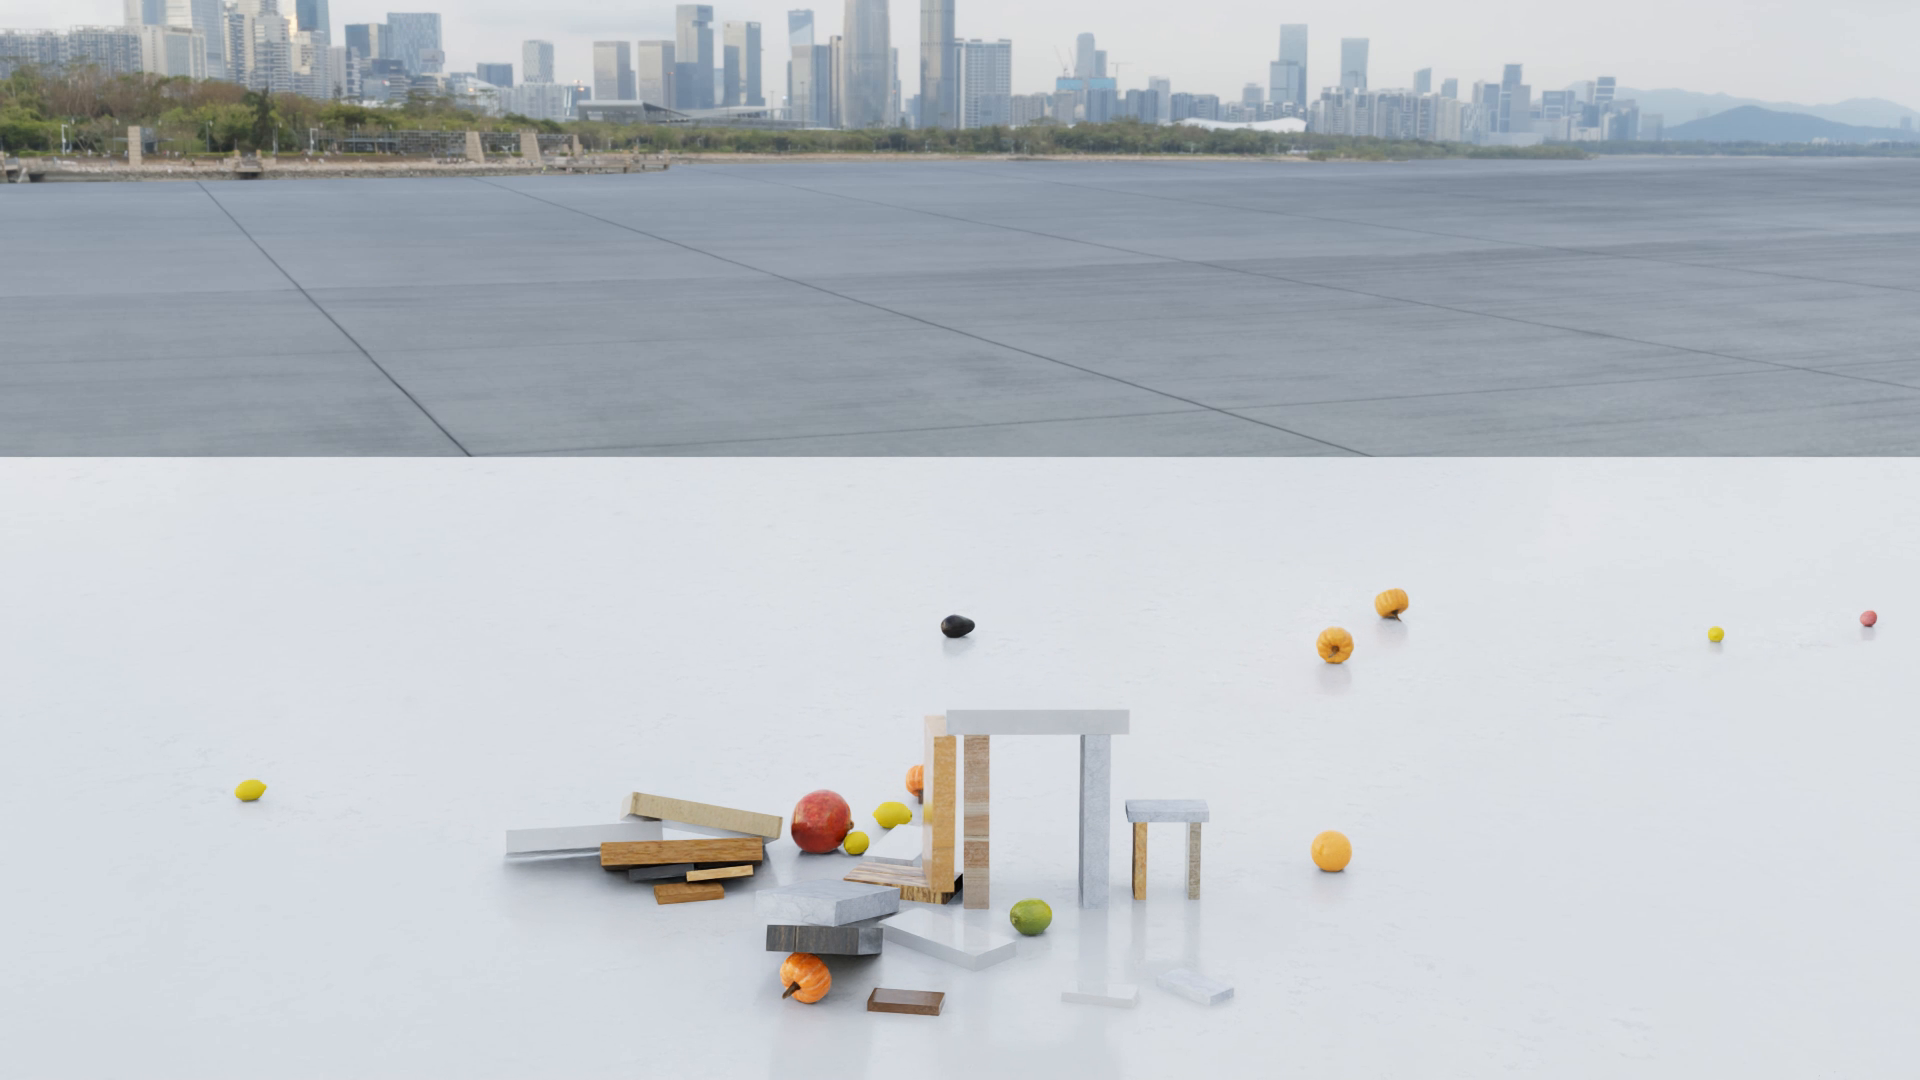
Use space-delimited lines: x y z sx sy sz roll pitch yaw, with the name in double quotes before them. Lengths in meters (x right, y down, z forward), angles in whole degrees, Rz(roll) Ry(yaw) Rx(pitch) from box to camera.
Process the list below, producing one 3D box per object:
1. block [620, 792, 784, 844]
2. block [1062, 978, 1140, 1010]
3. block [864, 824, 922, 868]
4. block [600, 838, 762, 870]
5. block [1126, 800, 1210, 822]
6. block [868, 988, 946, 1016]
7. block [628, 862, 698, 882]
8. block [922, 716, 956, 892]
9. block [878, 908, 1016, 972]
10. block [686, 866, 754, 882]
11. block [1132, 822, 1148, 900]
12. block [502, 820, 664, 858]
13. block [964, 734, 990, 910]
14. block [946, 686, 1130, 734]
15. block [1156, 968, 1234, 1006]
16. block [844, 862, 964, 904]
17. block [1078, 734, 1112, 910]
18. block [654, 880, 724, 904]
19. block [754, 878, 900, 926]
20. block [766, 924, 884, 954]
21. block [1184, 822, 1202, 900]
"block" -0.452 0.486 3.831 0.264 0.037 0.132 12 -15 -14
"block" 0.206 0.665 3.223 0.105 0.015 0.053 3 11 15
"block" -0.096 0.542 3.859 0.090 0.026 0.181 3 11 18
"block" -0.471 0.534 3.735 0.267 0.038 0.134 -1 -12 -6
"block" 0.343 0.449 3.647 0.133 0.019 0.067 0 11 0
"block" -0.078 0.671 3.194 0.105 0.015 0.053 2 11 9
"block" -0.499 0.559 3.705 0.109 0.015 0.054 -6 -12 0
"block" -0.035 0.435 3.640 0.037 0.264 0.132 0 10 -8
"block" -0.021 0.622 3.428 0.213 0.026 0.090 10 15 43
"block" -0.402 0.560 3.687 0.109 0.015 0.054 -5 -12 -6
"block" 0.299 0.524 3.661 0.019 0.133 0.067 0 11 0
"block" -0.653 0.519 3.803 0.264 0.037 0.132 -2 -12 -15
"block" 0.029 0.445 3.641 0.042 0.295 0.148 0 11 1
"block" 0.125 0.279 3.610 0.295 0.042 0.148 0 11 0
"block" 0.348 0.660 3.251 0.053 0.015 0.105 -10 14 -42
"block" -0.095 0.574 3.684 0.181 0.026 0.090 4 11 18
"block" 0.223 0.445 3.641 0.042 0.295 0.148 0 11 0
"block" -0.450 0.585 3.654 0.109 0.015 0.054 -3 11 -15
"block" -0.206 0.573 3.485 0.134 0.038 0.267 4 -3 20
"block" -0.199 0.596 3.283 0.134 0.038 0.267 1 -10 6
"block" 0.388 0.524 3.661 0.019 0.133 0.067 0 11 0
